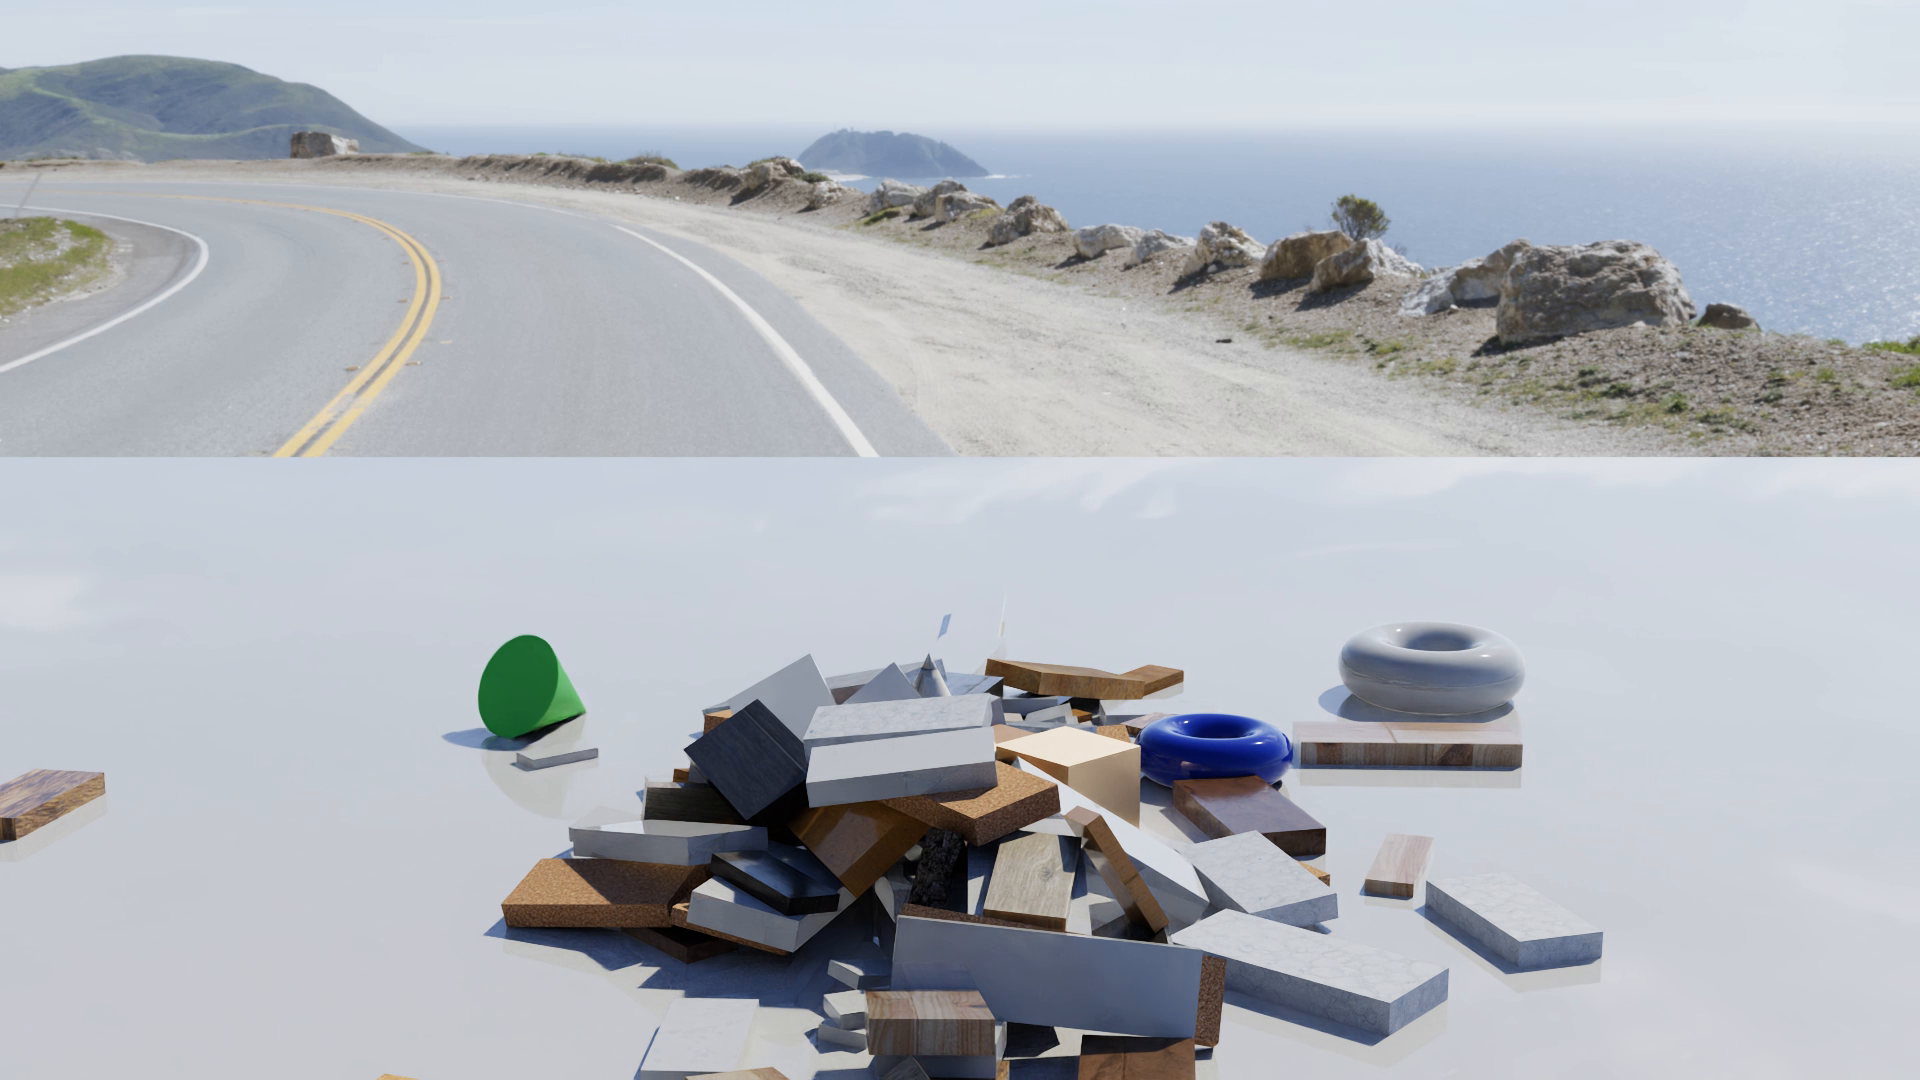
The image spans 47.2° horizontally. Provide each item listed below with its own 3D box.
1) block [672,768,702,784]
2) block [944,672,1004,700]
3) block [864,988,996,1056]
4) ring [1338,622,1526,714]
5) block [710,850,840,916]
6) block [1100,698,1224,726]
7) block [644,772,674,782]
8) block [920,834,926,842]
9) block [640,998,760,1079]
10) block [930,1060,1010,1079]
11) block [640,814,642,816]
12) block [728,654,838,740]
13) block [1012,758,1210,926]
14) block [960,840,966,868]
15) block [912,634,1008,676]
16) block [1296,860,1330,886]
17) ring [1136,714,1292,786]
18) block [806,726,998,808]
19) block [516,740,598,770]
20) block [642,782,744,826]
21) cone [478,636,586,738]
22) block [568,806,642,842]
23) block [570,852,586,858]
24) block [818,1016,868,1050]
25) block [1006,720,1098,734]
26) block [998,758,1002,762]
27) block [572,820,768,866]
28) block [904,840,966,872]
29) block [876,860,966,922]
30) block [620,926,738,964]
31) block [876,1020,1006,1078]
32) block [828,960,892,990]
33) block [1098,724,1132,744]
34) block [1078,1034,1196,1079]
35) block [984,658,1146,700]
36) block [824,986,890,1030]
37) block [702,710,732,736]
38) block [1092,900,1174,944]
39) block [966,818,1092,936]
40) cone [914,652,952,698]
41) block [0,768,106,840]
[{"bbox_3d":[-0.372,0.465,4.046,0.303,0.043,0.152,7,1,42],"label":"block"},{"bbox_3d":[-0.029,0.327,4.506,0.161,0.046,0.322,4,8,15],"label":"block"},{"bbox_3d":[-0.043,0.614,2.814,0.153,0.043,0.305,1,-5,-3],"label":"block"},{"bbox_3d":[1.059,0.284,4.941,0.417,0.139,0.417,-1,12,0],"label":"ring"},{"bbox_3d":[-0.288,0.530,3.405,0.099,0.028,0.199,4,11,-44],"label":"block"},{"bbox_3d":[0.431,0.376,4.726,0.251,0.036,0.126,-1,11,-3],"label":"block"},{"bbox_3d":[-0.501,0.471,4.236,0.194,0.028,0.097,-3,11,-18],"label":"block"},{"bbox_3d":[-0.073,0.481,3.769,0.134,0.038,0.268,-4,-1,-32],"label":"block"},{"bbox_3d":[-0.354,0.693,3.017,0.123,0.035,0.247,0,11,3],"label":"block"},{"bbox_3d":[-0.018,0.700,2.758,0.153,0.043,0.305,1,-4,3],"label":"block"},{"bbox_3d":[-0.474,0.511,4.016,0.194,0.028,0.097,-6,12,-31],"label":"block"},{"bbox_3d":[-0.301,0.333,3.939,0.176,0.050,0.353,-29,24,-3],"label":"block"},{"bbox_3d":[0.233,0.486,3.559,0.348,0.049,0.174,32,10,-12],"label":"block"},{"bbox_3d":[0.063,0.469,3.538,0.134,0.038,0.268,0,16,-7],"label":"block"},{"bbox_3d":[-0.006,0.275,4.915,0.152,0.043,0.358,2,11,13],"label":"block"},{"bbox_3d":[0.545,0.564,3.744,0.081,0.023,0.161,-7,12,-32],"label":"block"},{"bbox_3d":[0.497,0.417,4.323,0.313,0.104,0.313,0,9,0],"label":"ring"},{"bbox_3d":[-0.089,0.353,3.427,0.291,0.041,0.145,-7,16,2],"label":"block"},{"bbox_3d":[-0.814,0.434,4.450,0.147,0.021,0.073,-8,13,-37],"label":"block"},{"bbox_3d":[-0.365,0.481,3.853,0.382,0.100,0.028,4,13,-17],"label":"block"},{"bbox_3d":[-0.875,0.342,4.728,0.224,0.224,0.224,7,-14,35],"label":"cone"},{"bbox_3d":[-0.580,0.519,3.877,0.194,0.028,0.097,10,21,24],"label":"block"},{"bbox_3d":[-0.637,0.560,3.791,0.054,0.015,0.109,-3,11,-17],"label":"block"},{"bbox_3d":[-0.127,0.679,3.129,0.077,0.022,0.155,6,12,29],"label":"block"},{"bbox_3d":[0.167,0.380,4.357,0.190,0.027,0.095,0,0,41],"label":"block"},{"bbox_3d":[0.078,0.480,3.811,0.100,0.200,0.028,-10,-29,-44],"label":"block"},{"bbox_3d":[-0.475,0.493,3.591,0.159,0.045,0.318,-1,-3,-44],"label":"block"},{"bbox_3d":[-0.011,0.516,3.650,0.134,0.038,0.268,-1,-1,-9],"label":"block"},{"bbox_3d":[-0.034,0.557,3.514,0.175,0.050,0.350,-1,-1,-7],"label":"block"},{"bbox_3d":[-0.442,0.616,3.456,0.095,0.027,0.190,-9,14,-40],"label":"block"},{"bbox_3d":[-0.021,0.667,2.918,0.153,0.043,0.305,0,-5,4],"label":"block"},{"bbox_3d":[-0.109,0.640,3.241,0.155,0.022,0.077,9,3,-38],"label":"block"},{"bbox_3d":[0.299,0.422,4.410,0.090,0.026,0.181,-4,20,-3],"label":"block"},{"bbox_3d":[0.227,0.722,2.838,0.152,0.043,0.304,1,11,5],"label":"block"},{"bbox_3d":[0.232,0.310,4.843,0.336,0.048,0.168,8,2,-44],"label":"block"},{"bbox_3d":[-0.108,0.659,3.119,0.155,0.022,0.077,-4,11,-21],"label":"block"},{"bbox_3d":[-0.320,0.377,4.273,0.321,0.046,0.161,7,1,12],"label":"block"},{"bbox_3d":[0.260,0.617,3.290,0.117,0.033,0.235,-28,10,5],"label":"block"},{"bbox_3d":[0.098,0.519,3.262,0.175,0.050,0.350,2,22,-1],"label":"block"},{"bbox_3d":[-0.059,0.351,4.191,0.280,0.280,0.280,0,11,0],"label":"cone"},{"bbox_3d":[-1.739,0.490,4.094,0.145,0.041,0.291,2,11,10],"label":"block"}]
